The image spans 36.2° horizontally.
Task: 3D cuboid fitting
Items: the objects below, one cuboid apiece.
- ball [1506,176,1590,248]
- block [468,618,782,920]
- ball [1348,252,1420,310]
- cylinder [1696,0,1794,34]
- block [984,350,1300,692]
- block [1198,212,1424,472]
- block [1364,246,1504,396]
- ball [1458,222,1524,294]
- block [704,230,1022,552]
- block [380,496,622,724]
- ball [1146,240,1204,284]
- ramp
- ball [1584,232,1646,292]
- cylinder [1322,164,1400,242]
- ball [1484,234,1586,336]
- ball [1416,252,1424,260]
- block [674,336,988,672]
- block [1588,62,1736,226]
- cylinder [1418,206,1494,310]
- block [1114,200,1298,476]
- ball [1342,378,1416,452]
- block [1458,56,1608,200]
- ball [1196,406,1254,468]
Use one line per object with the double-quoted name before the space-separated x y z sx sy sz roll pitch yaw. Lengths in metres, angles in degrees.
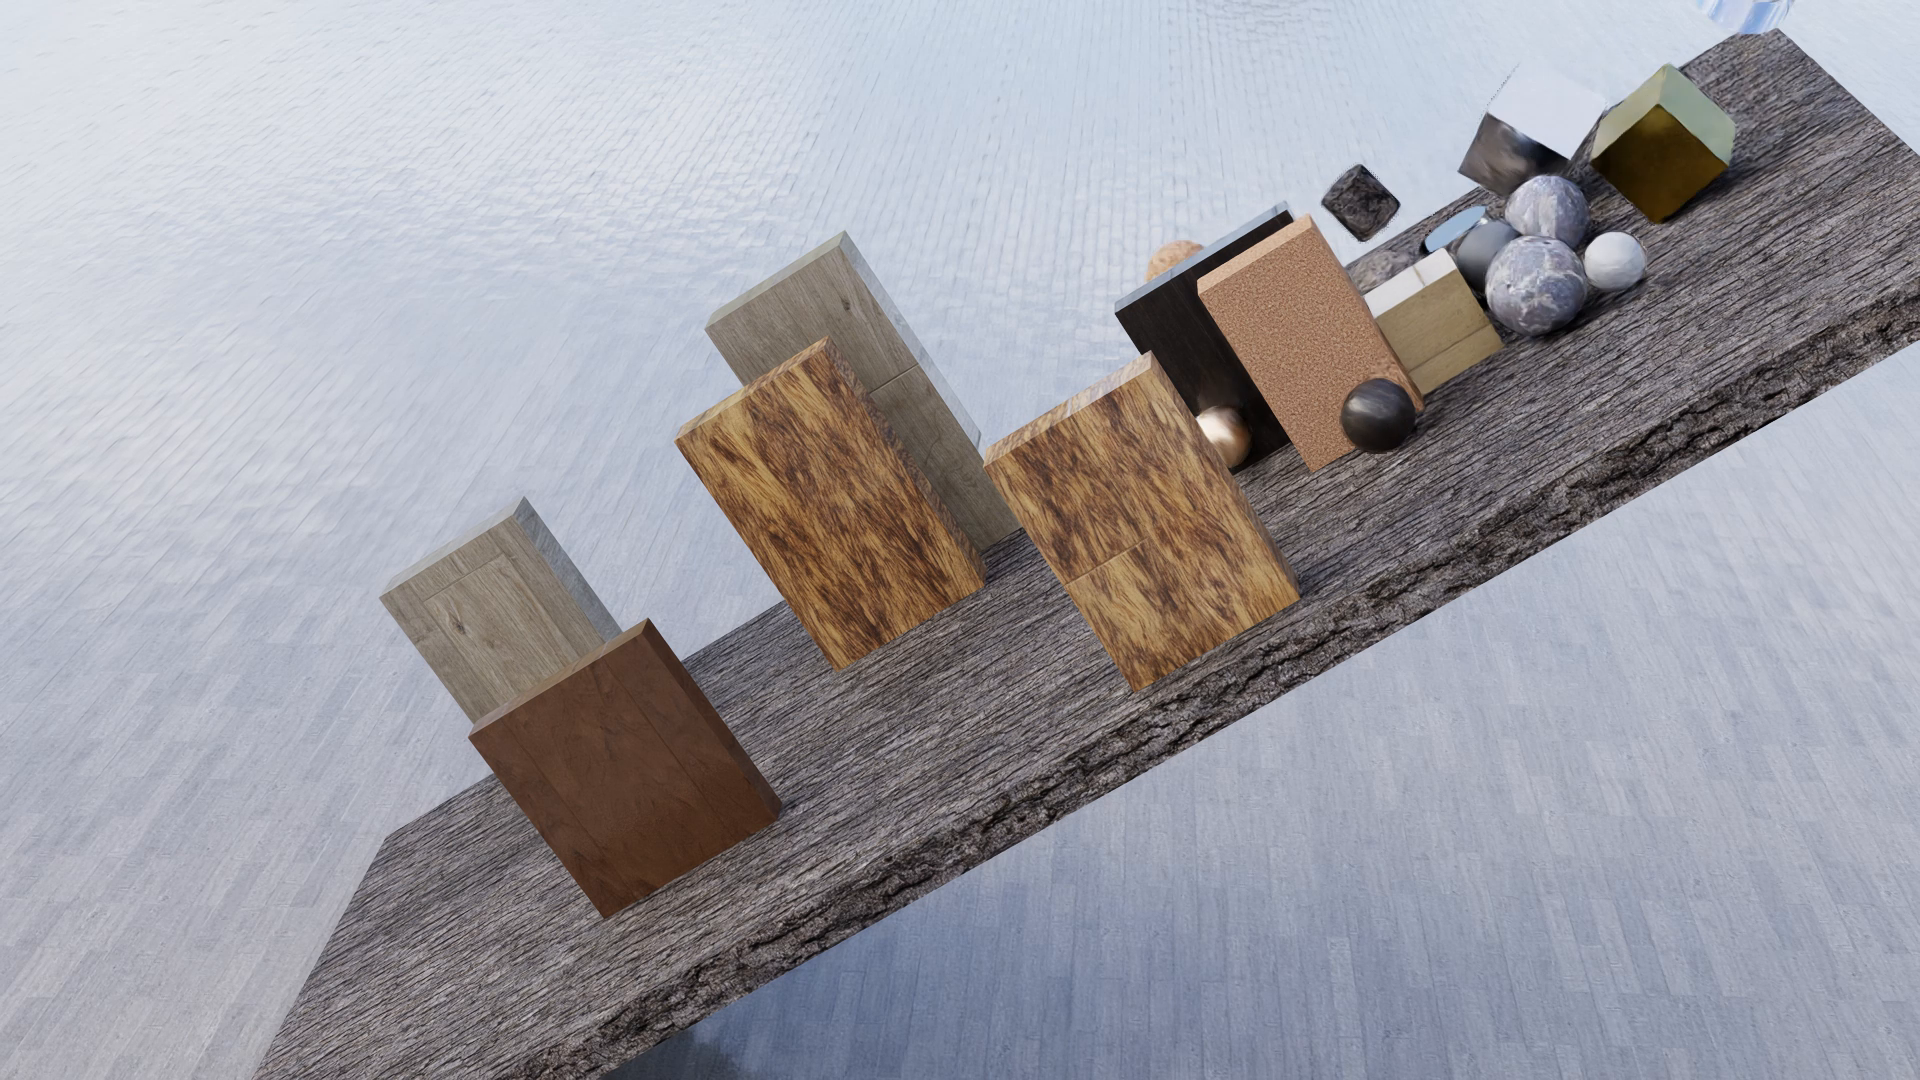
"ball" 1.217 -0.671 6.100 0.171 0.171 0.171 0 20 0
"block" -0.678 0.468 5.977 0.433 0.479 0.084 -31 15 14
"ball" 0.900 -0.498 6.158 0.209 0.209 0.209 0 20 0
"cylinder" 1.586 -1.145 5.846 0.196 0.196 0.196 14 56 33
"block" 0.331 -0.031 5.326 0.351 0.512 0.110 -31 15 14
"block" 0.694 -0.389 5.822 0.257 0.433 0.113 -31 15 14
"block" 0.951 -0.441 5.915 0.189 0.189 0.189 -32 15 10
"ball" 1.085 -0.570 5.972 0.149 0.149 0.149 0 20 0
"block" -0.207 -0.278 6.723 0.366 0.773 0.138 -31 15 14
"block" -1.089 0.251 7.301 0.411 0.589 0.141 -31 15 14
"ball" 0.479 -0.565 6.321 0.159 0.159 0.159 0 20 0
"ramp" 0.140 0.170 6.294 4.000 0.100 2.000 -31 15 14
"ball" 1.252 -0.532 5.627 0.115 0.115 0.115 0 20 0
"cylinder" 0.874 -0.734 6.409 0.121 0.121 0.121 42 17 -11
"ball" 1.119 -0.495 5.716 0.195 0.195 0.195 0 20 0
"ball" 1.039 -0.589 6.328 0.117 0.117 0.117 0 20 0
"block" -0.282 -0.076 6.512 0.397 0.641 0.111 -31 15 14
"block" 1.414 -0.797 5.916 0.192 0.192 0.192 40 38 -10
"cylinder" 1.070 -0.583 6.134 0.164 0.164 0.164 -35 14 10
"block" 0.607 -0.409 6.076 0.410 0.429 0.083 -31 15 14
"ball" 0.808 -0.241 5.687 0.142 0.142 0.142 0 20 0
"block" 1.245 -0.876 6.393 0.205 0.205 0.205 32 58 9
"ball" 0.535 -0.210 6.029 0.131 0.131 0.131 0 20 0
